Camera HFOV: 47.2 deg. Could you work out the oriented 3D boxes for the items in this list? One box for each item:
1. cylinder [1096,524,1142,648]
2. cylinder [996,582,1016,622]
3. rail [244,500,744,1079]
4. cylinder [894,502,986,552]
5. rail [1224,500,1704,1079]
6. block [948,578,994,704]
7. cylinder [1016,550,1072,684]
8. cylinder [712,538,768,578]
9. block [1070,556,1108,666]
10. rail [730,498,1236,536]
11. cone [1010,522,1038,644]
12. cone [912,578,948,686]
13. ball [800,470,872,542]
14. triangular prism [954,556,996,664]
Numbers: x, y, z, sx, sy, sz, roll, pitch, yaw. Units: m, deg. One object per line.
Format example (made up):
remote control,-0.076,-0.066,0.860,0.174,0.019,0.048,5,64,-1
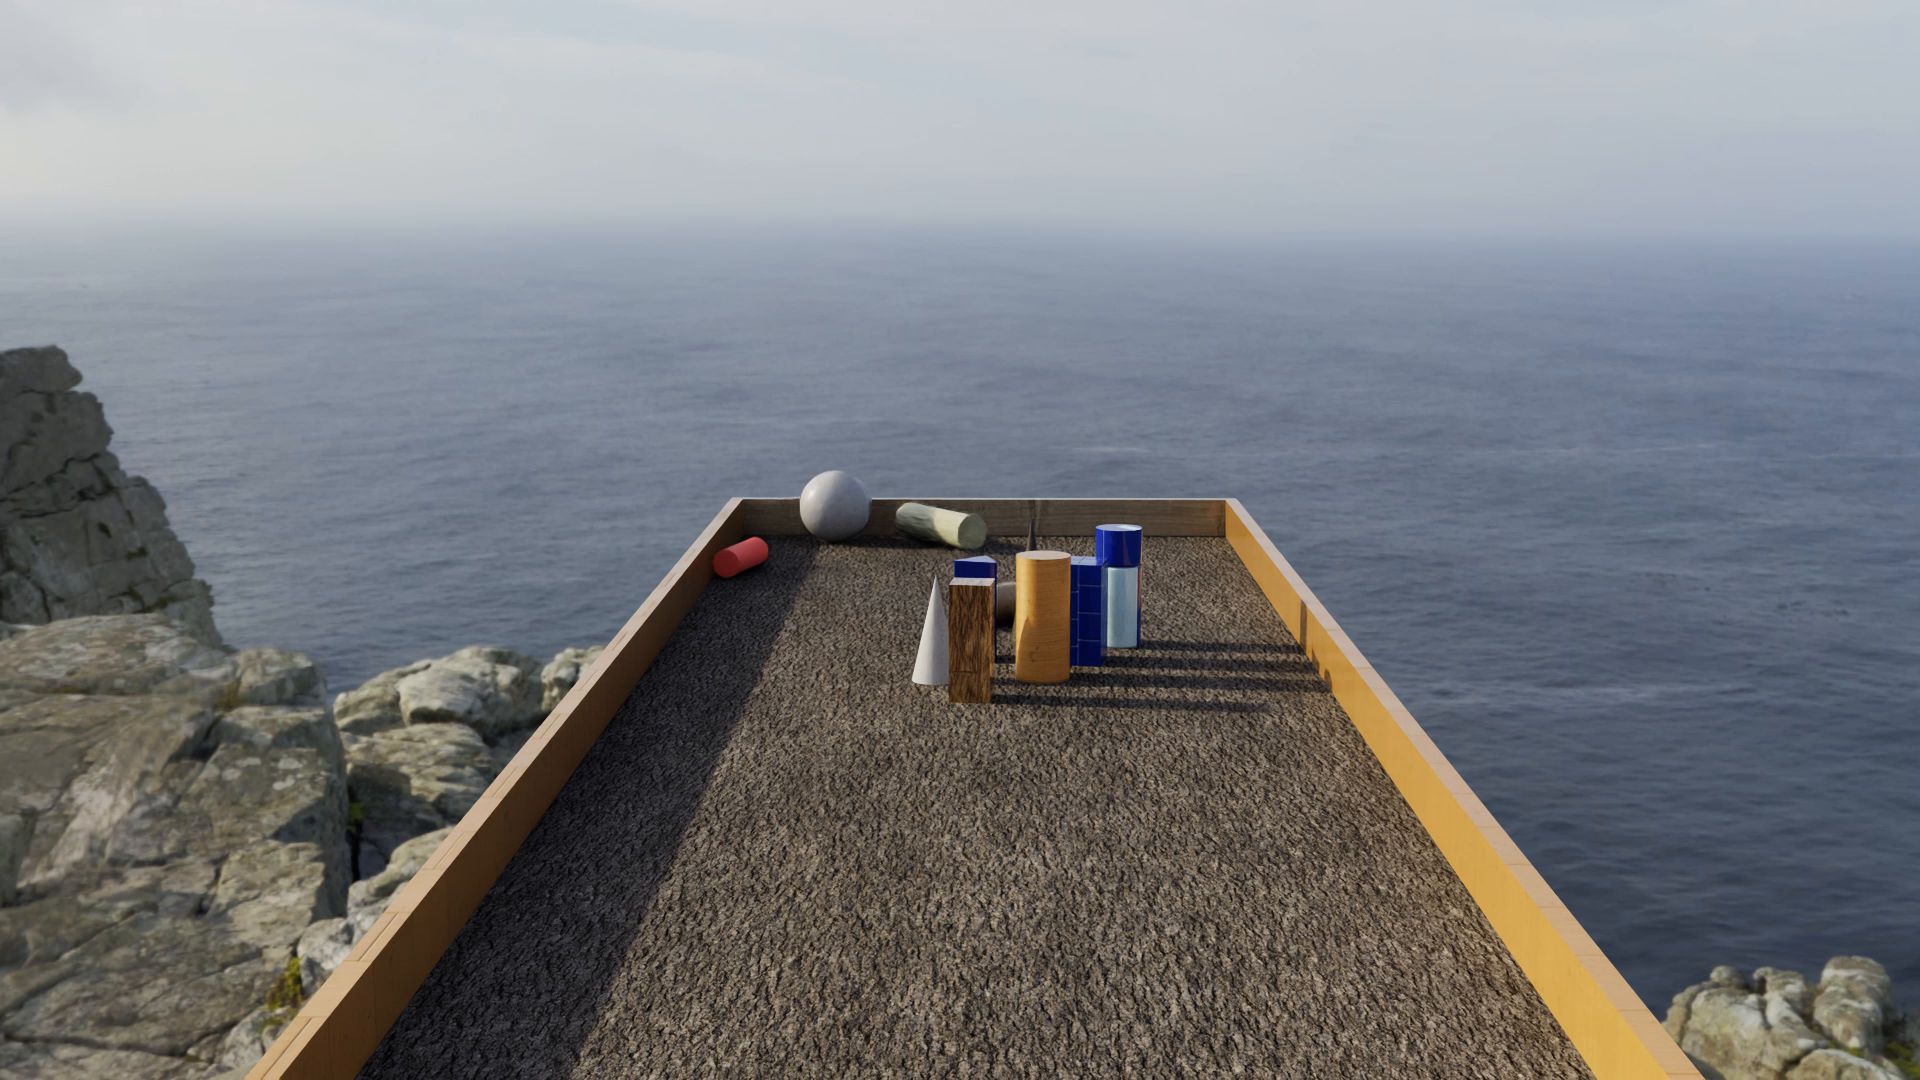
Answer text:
cylinder,0.497,0.145,6.906,0.145,0.372,0.145,0,9,0
cylinder,0.160,0.206,7.306,0.369,0.126,0.126,-6,11,-35
rail,-1.004,0.839,3.234,0.050,0.150,12.000,0,9,1
cylinder,-0.081,-0.055,8.903,0.143,0.143,0.447,-6,11,-35
rail,1.046,0.843,3.208,0.050,0.150,12.000,0,9,1
block,0.034,0.281,6.170,0.116,0.334,0.116,1,9,7
cylinder,0.243,0.224,6.430,0.160,0.365,0.160,0,9,0
cylinder,-0.823,0.064,8.271,0.104,0.104,0.308,3,9,15
block,0.362,0.215,6.669,0.154,0.309,0.154,2,9,11
rail,0.099,-0.098,9.147,2.100,0.150,0.050,0,9,1
cone,0.226,0.125,6.942,0.136,0.401,0.136,0,9,0
cone,-0.070,0.254,6.407,0.143,0.313,0.143,0,9,0
ball,-0.508,-0.137,8.944,0.292,0.292,0.292,0,9,0
triangular prism,0.062,0.209,6.707,0.132,0.309,0.114,3,9,17
